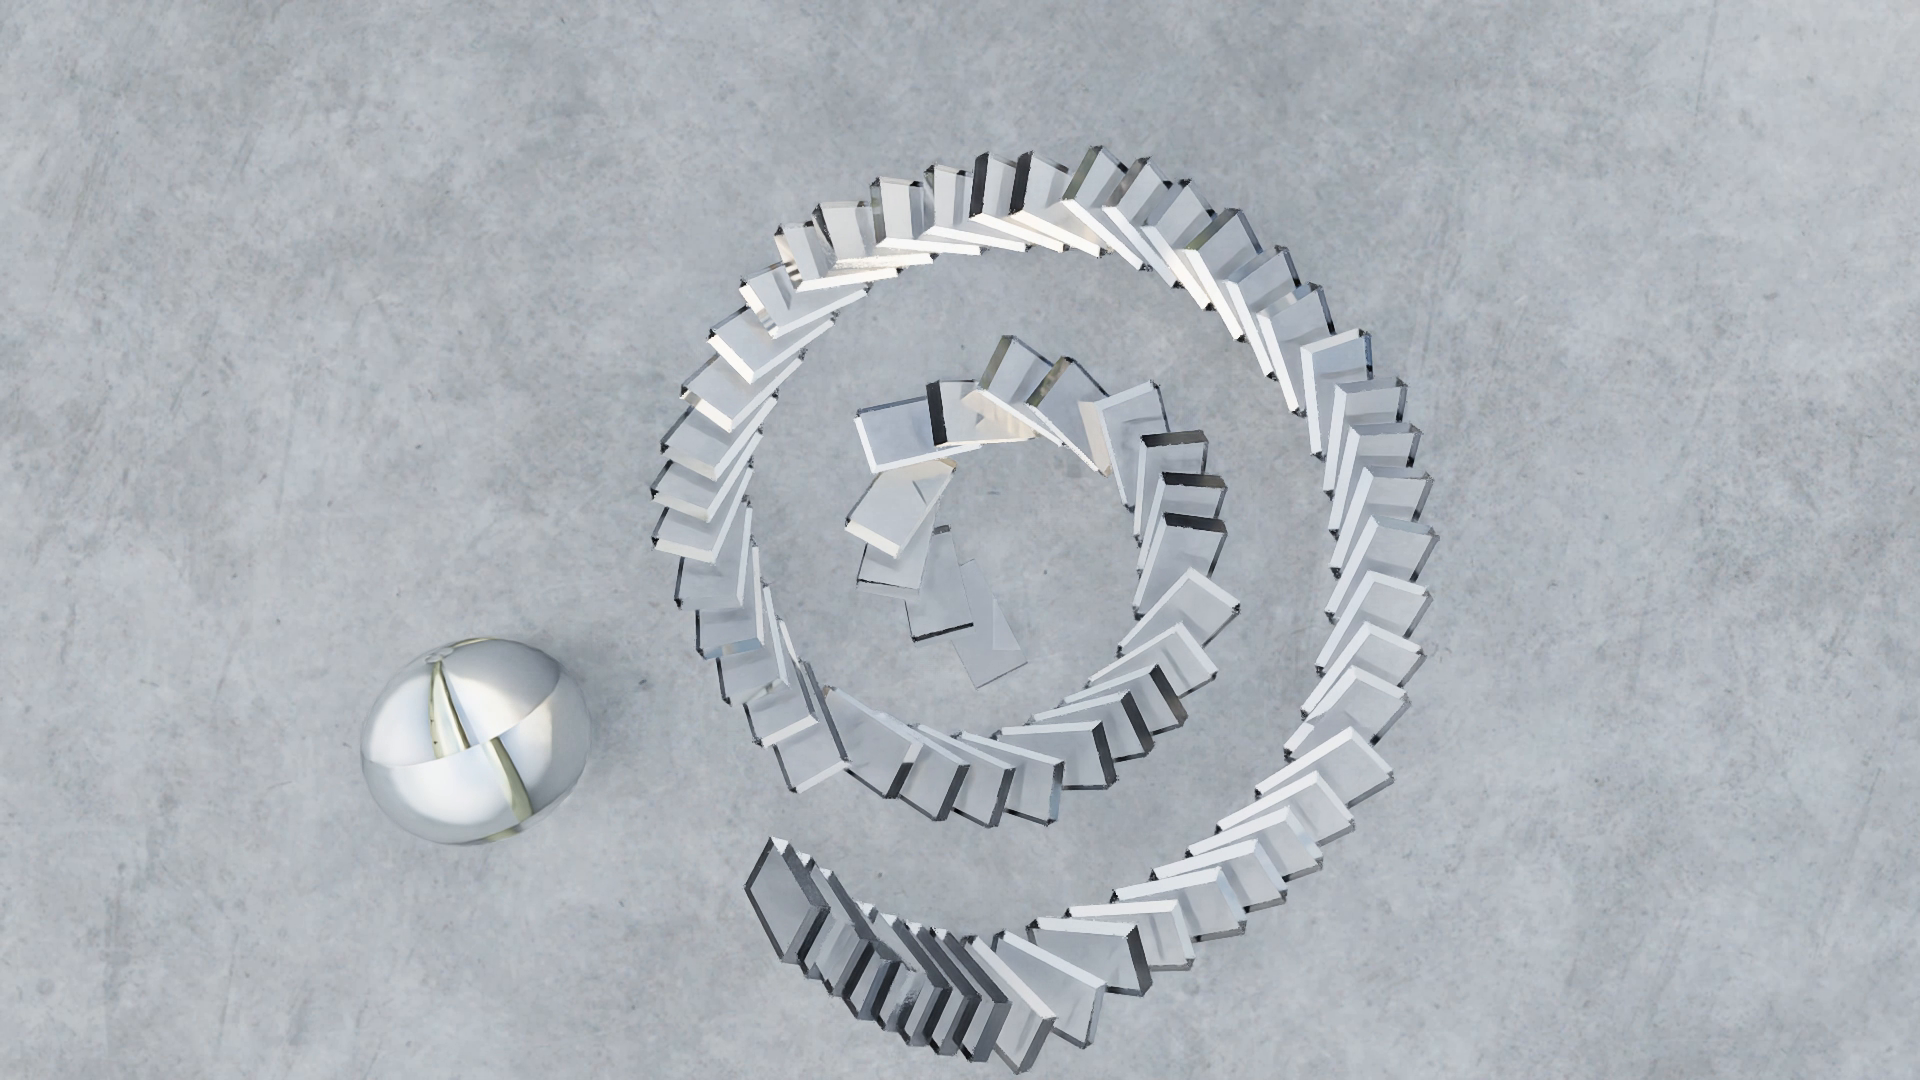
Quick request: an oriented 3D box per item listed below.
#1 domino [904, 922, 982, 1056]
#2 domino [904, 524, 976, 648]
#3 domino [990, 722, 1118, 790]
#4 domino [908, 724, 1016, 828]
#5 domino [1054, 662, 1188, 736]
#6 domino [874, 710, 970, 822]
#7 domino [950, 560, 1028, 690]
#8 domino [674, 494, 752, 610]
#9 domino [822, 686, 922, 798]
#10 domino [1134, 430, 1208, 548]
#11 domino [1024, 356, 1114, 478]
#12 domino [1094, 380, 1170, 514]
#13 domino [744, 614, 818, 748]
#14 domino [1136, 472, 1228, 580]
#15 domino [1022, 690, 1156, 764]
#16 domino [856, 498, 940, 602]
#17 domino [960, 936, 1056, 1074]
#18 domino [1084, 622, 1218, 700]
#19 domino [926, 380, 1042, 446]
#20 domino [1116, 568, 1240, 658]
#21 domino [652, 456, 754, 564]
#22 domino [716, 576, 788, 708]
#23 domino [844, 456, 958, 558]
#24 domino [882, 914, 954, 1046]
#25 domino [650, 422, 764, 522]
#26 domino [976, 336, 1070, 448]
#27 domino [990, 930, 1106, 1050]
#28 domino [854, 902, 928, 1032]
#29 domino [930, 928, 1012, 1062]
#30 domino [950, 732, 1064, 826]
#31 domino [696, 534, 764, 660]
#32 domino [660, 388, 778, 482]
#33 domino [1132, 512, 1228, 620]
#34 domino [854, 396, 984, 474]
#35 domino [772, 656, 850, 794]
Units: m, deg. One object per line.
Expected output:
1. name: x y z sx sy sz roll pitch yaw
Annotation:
1. domino: -0.013 0.183 0.377 0.009 0.050 0.025 25 90 -34
2. domino: -0.011 0.019 0.382 0.025 0.010 0.050 -14 54 0
3. domino: 0.038 0.090 0.381 0.050 0.010 0.025 -12 95 36
4. domino: -0.003 0.097 0.382 0.050 0.009 0.025 17 92 32
5. domino: 0.066 0.071 0.381 0.050 0.009 0.025 -30 92 38
6. domino: -0.022 0.093 0.383 0.050 0.009 0.025 24 91 32
7. domino: 0.007 0.036 0.395 0.025 0.010 0.050 -27 90 0
8. domino: -0.102 0.005 0.382 0.025 0.009 0.050 -3 56 0
9. domino: -0.042 0.084 0.383 0.050 0.009 0.025 26 90 30
10. domino: 0.087 -0.021 0.381 0.025 0.010 0.050 -6 127 -2
11. domino: 0.052 -0.051 0.382 0.050 0.009 0.025 38 89 -33
12. domino: 0.076 -0.038 0.384 0.025 0.009 0.050 -21 119 0
13. domino: -0.080 0.058 0.384 0.025 0.010 0.050 -26 60 0
14. domino: 0.091 -0.004 0.381 0.025 0.010 0.050 3 126 -4
15. domino: 0.053 0.081 0.381 0.050 0.010 0.025 -24 93 37
16. domino: -0.025 0.000 0.381 0.025 0.009 0.050 10 55 2
17. domino: 0.014 0.191 0.378 0.050 0.010 0.025 29 94 44
18. domino: 0.079 0.058 0.383 0.050 0.010 0.025 -38 90 30
19. domino: 0.011 -0.053 0.381 0.050 0.010 0.025 -8 90 -37
20. domino: 0.090 0.037 0.383 0.025 0.010 0.050 35 122 -2
21. domino: -0.106 -0.016 0.382 0.025 0.009 0.050 14 57 0
22. domino: -0.089 0.042 0.382 0.025 0.010 0.050 -20 57 1
23. domino: -0.024 -0.019 0.381 0.025 0.010 0.050 29 57 6
24. domino: -0.024 0.180 0.377 0.009 0.050 0.025 25 90 -34
25. domino: -0.105 -0.033 0.382 0.025 0.009 0.050 21 57 3
26. domino: 0.033 -0.061 0.382 0.050 0.010 0.025 29 86 -31
27. domino: 0.034 0.186 0.381 0.050 0.009 0.025 12 90 36
28. domino: -0.034 0.174 0.376 0.010 0.050 0.025 25 89 -34
29. domino: -0.001 0.186 0.377 0.010 0.050 0.025 24 90 -35
30. domino: 0.018 0.099 0.382 0.050 0.010 0.025 8 94 33
31. domino: -0.097 0.023 0.382 0.025 0.009 0.050 -12 57 0
32. domino: -0.099 -0.050 0.382 0.025 0.009 0.050 26 57 4
33. domino: 0.090 0.013 0.381 0.025 0.009 0.050 7 126 -4
34. domino: -0.016 -0.047 0.385 0.050 0.010 0.025 -15 79 -20
35. domino: -0.067 0.077 0.383 0.025 0.009 0.050 -30 62 3
